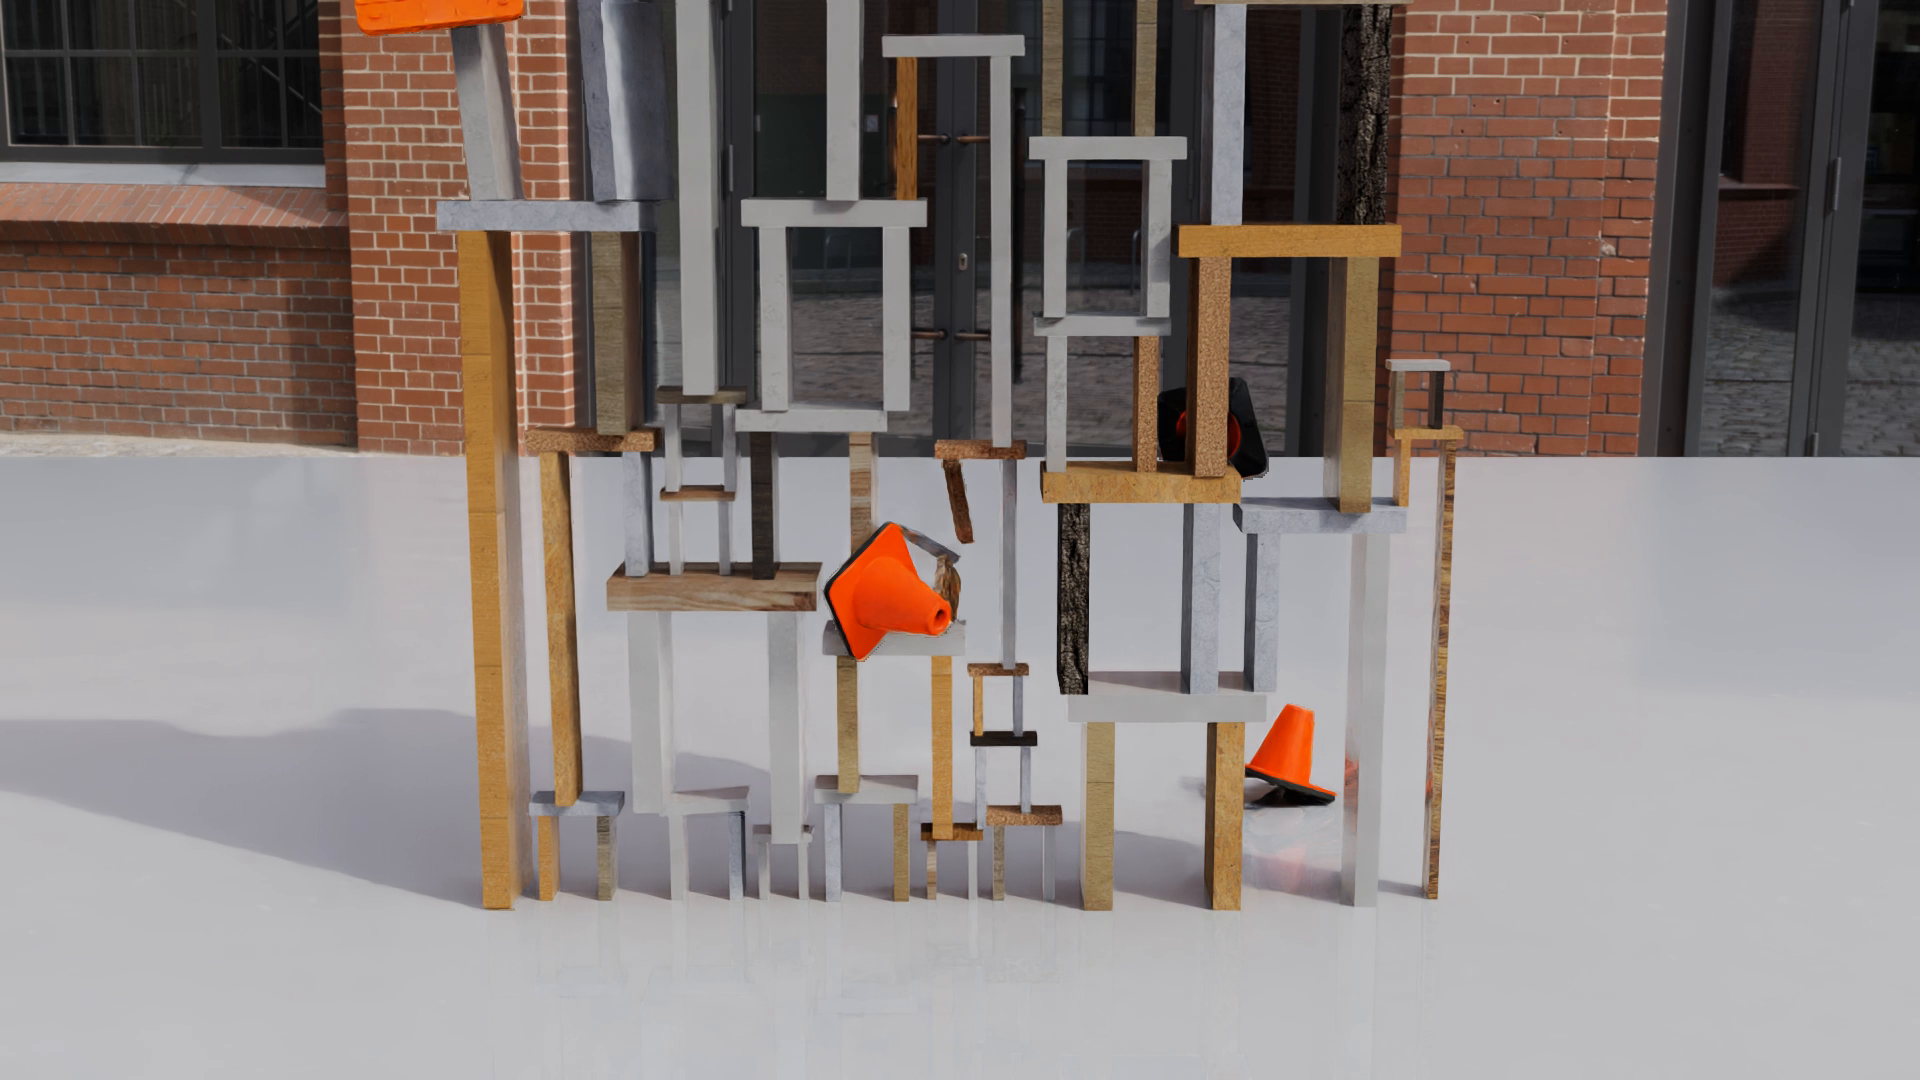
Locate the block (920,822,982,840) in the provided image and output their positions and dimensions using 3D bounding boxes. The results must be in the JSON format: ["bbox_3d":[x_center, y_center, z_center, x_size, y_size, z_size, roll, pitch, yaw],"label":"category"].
[{"bbox_3d":[-0.014,0.484,3.645,0.102,0.014,0.051,0,11,-1],"label":"block"}]

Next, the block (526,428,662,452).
[{"bbox_3d":[-0.588,-0.162,3.538,0.201,0.028,0.100,0,8,1],"label":"block"}]

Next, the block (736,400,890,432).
[{"bbox_3d":[-0.234,-0.198,3.519,0.239,0.034,0.119,0,11,0],"label":"block"}]

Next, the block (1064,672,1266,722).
[{"bbox_3d":[0.332,0.256,3.604,0.318,0.045,0.159,0,11,0],"label":"block"}]

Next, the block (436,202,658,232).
[{"bbox_3d":[-0.653,-0.515,3.498,0.317,0.045,0.158,1,8,4],"label":"block"}]

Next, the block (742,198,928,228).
[{"bbox_3d":[-0.195,-0.517,3.466,0.286,0.041,0.143,0,11,0],"label":"block"}]

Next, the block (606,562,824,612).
[{"bbox_3d":[-0.395,0.075,3.578,0.334,0.047,0.167,0,10,0],"label":"block"}]

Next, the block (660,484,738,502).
[{"bbox_3d":[-0.421,-0.076,3.550,0.121,0.017,0.060,0,12,-1],"label":"block"}]

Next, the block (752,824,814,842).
[{"bbox_3d":[-0.293,0.486,3.646,0.099,0.014,0.050,0,10,2],"label":"block"}]

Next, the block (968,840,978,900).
[{"bbox_3d":[0.021,0.541,3.656,0.014,0.102,0.051,-1,11,0],"label":"block"}]

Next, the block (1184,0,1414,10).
[{"bbox_3d":[0.520,-0.849,3.404,0.331,0.047,0.166,0,11,0],"label":"block"}]

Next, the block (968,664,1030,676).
[{"bbox_3d":[0.063,0.215,3.631,0.099,0.014,0.049,-1,5,-2],"label":"block"}]

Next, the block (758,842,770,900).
[{"bbox_3d":[-0.326,0.542,3.656,0.014,0.099,0.050,-1,10,0],"label":"block"}]

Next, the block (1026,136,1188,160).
[{"bbox_3d":[0.228,-0.614,3.445,0.243,0.034,0.122,0,11,0],"label":"block"}]

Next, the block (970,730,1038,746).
[{"bbox_3d":[0.072,0.328,3.637,0.111,0.016,0.055,0,5,-1],"label":"block"}]

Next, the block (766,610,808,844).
[{"bbox_3d":[-0.282,0.288,3.616,0.047,0.386,0.167,0,10,0],"label":"block"}]

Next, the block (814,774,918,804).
[{"bbox_3d":[-0.154,0.412,3.637,0.169,0.024,0.085,0,11,0],"label":"block"}]

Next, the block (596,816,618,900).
[{"bbox_3d":[-0.586,0.518,3.657,0.021,0.146,0.073,0,10,0],"label":"block"}]

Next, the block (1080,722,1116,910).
[{"bbox_3d":[0.226,0.434,3.637,0.045,0.318,0.159,0,11,0],"label":"block"}]

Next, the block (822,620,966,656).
[{"bbox_3d":[-0.105,0.159,3.585,0.230,0.033,0.115,0,11,1],"label":"block"}]

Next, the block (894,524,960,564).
[{"bbox_3d":[-0.056,0.007,3.790,0.057,0.016,0.113,21,7,-47],"label":"block"}]

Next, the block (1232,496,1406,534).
[{"bbox_3d":[0.578,-0.041,3.553,0.260,0.037,0.130,0,11,0],"label":"block"}]

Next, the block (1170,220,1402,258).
[{"bbox_3d":[0.508,-0.476,3.470,0.342,0.048,0.171,0,11,0],"label":"block"}]

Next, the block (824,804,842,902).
[{"bbox_3d":[-0.209,0.507,3.655,0.024,0.169,0.085,0,11,0],"label":"block"}]

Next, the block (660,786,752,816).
[{"bbox_3d":[-0.421,0.432,3.643,0.145,0.021,0.072,-4,10,1],"label":"block"}]

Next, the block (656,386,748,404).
[{"bbox_3d":[-0.412,-0.232,3.516,0.141,0.020,0.071,0,11,-2],"label":"block"}]

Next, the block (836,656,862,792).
[{"bbox_3d":[-0.182,0.288,3.610,0.033,0.229,0.115,0,11,0],"label":"block"}]

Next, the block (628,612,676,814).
[{"bbox_3d":[-0.505,0.263,3.612,0.047,0.334,0.167,0,10,0],"label":"block"}]

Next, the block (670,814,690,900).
[{"bbox_3d":[-0.467,0.518,3.660,0.021,0.145,0.072,0,10,0],"label":"block"}]

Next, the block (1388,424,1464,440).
[{"bbox_3d":[0.746,-0.173,3.526,0.109,0.015,0.054,0,11,0],"label":"block"}]

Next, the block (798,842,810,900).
[{"bbox_3d":[-0.260,0.542,3.655,0.014,0.099,0.049,-1,10,0],"label":"block"}]

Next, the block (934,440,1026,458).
[{"bbox_3d":[0.034,-0.147,3.570,0.145,0.021,0.072,0,10,4],"label":"block"}]

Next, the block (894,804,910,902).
[{"bbox_3d":[-0.097,0.507,3.654,0.024,0.169,0.085,0,10,0],"label":"block"}]

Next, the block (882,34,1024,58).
[{"bbox_3d":[-0.009,-0.768,3.411,0.217,0.031,0.108,0,15,1],"label":"block"}]

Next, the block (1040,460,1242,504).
[{"bbox_3d":[0.287,-0.094,3.540,0.311,0.044,0.156,0,11,0],"label":"block"}]

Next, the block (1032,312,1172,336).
[{"bbox_3d":[0.224,-0.345,3.501,0.216,0.031,0.108,0,11,0],"label":"block"}]

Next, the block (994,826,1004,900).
[{"bbox_3d":[0.064,0.527,3.657,0.018,0.125,0.063,0,8,0],"label":"block"}]

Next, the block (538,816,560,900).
[{"bbox_3d":[-0.683,0.518,3.658,0.021,0.146,0.073,1,10,0],"label":"block"}]

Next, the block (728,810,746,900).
[{"bbox_3d":[-0.371,0.518,3.659,0.021,0.145,0.072,0,11,0],"label":"block"}]

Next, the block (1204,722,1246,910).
[{"bbox_3d":[0.437,0.434,3.638,0.045,0.318,0.159,0,11,1],"label":"block"}]

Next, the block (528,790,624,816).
[{"bbox_3d":[-0.634,0.436,3.642,0.146,0.021,0.073,0,10,0],"label":"block"}]

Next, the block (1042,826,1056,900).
[{"bbox_3d":[0.148,0.527,3.657,0.018,0.125,0.063,0,8,0],"label":"block"}]

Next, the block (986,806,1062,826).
[{"bbox_3d":[0.106,0.457,3.647,0.125,0.018,0.063,0,8,0],"label":"block"}]

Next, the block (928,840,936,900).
[{"bbox_3d":[-0.047,0.541,3.654,0.014,0.102,0.051,0,11,0],"label":"block"}]

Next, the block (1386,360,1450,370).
[{"bbox_3d":[0.729,-0.279,3.503,0.094,0.013,0.047,0,11,-1],"label":"block"}]
